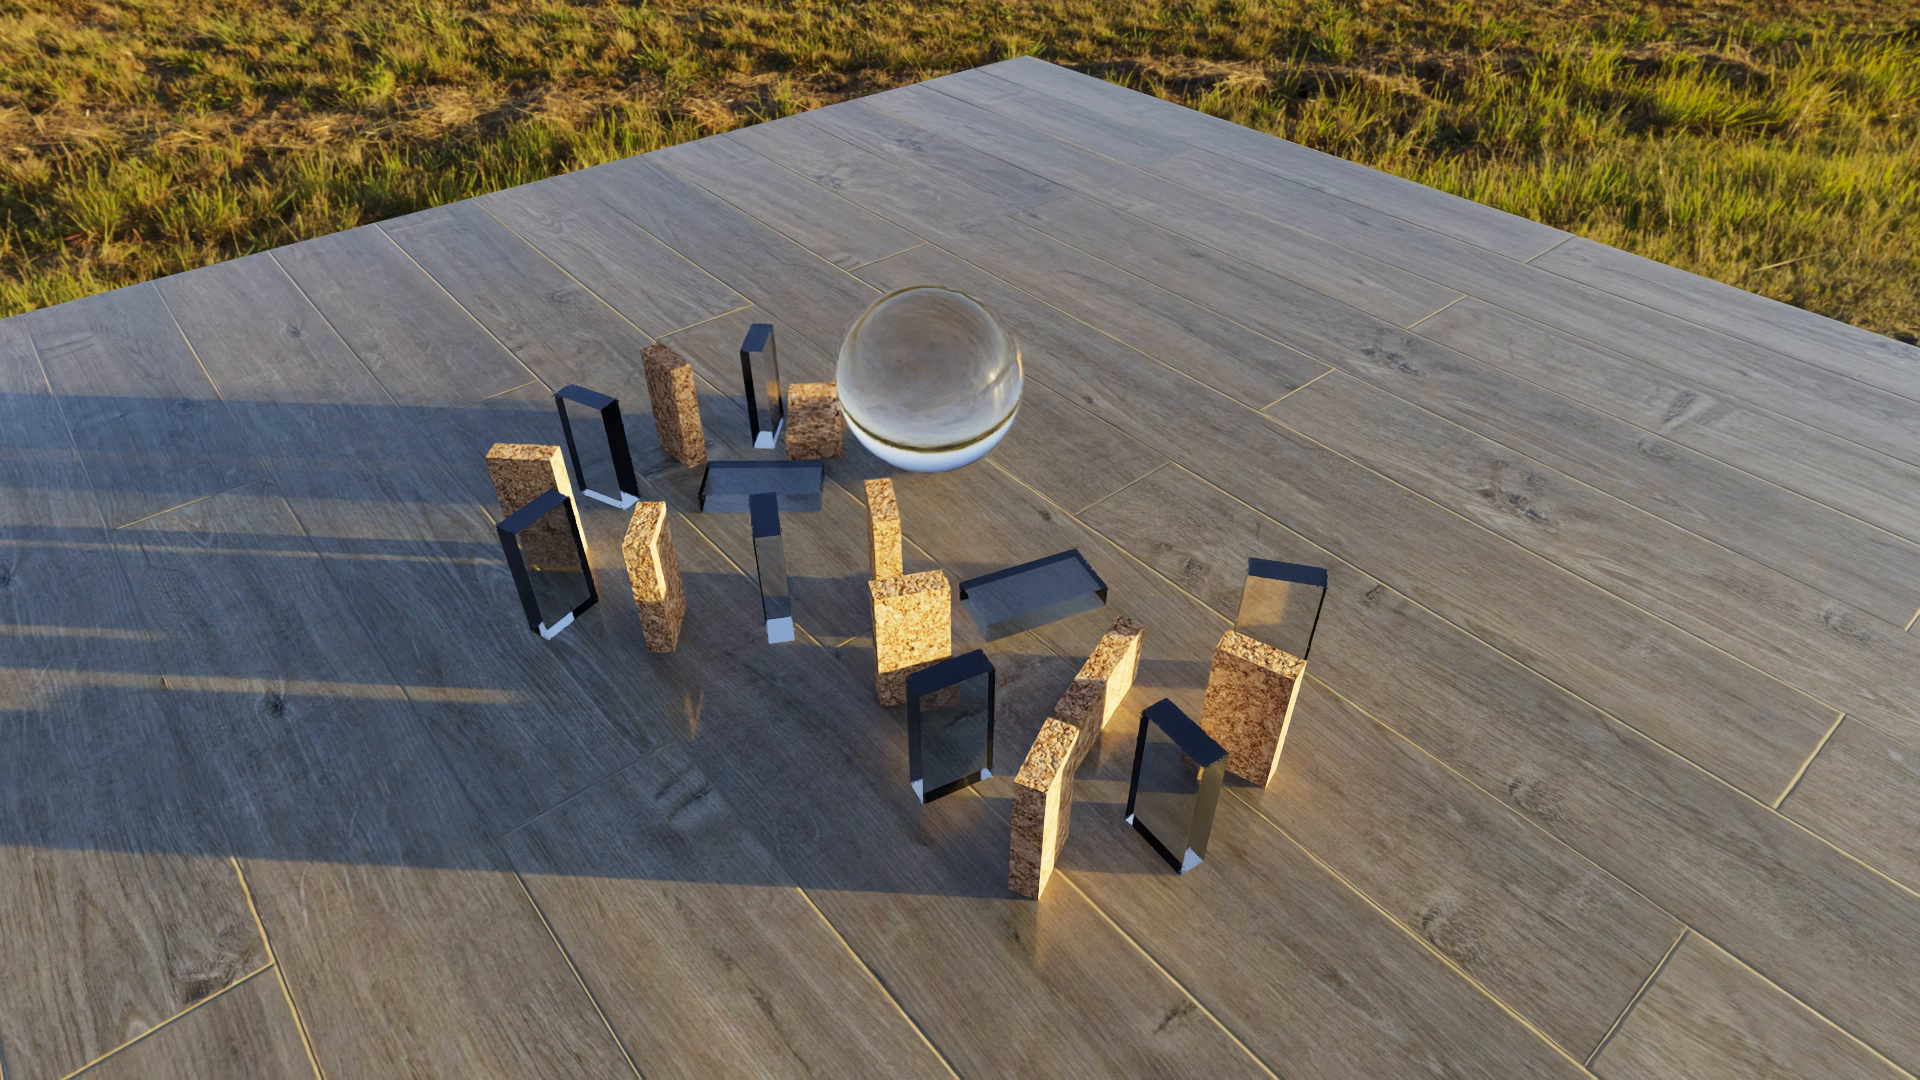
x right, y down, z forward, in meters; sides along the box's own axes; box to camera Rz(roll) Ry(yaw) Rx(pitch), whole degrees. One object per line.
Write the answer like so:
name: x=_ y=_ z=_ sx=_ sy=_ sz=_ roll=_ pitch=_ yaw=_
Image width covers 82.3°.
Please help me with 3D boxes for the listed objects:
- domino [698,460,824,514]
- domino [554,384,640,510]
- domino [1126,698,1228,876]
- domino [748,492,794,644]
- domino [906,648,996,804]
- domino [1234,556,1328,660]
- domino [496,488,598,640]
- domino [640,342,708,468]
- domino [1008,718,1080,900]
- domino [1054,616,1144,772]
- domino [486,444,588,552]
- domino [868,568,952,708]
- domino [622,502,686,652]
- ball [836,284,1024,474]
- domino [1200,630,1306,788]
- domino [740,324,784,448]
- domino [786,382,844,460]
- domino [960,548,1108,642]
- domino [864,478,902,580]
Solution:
domino: x=-0.084 y=-0.023 z=0.472 sx=0.050 sy=0.010 sz=0.025 roll=0 pitch=39 yaw=-1
domino: x=-0.151 y=-0.038 z=0.458 sx=0.025 sy=0.050 sz=0.009 roll=19 pitch=43 yaw=22
domino: x=0.063 y=0.073 z=0.323 sx=0.009 sy=0.050 sz=0.025 roll=-23 pitch=45 yaw=-26
domino: x=-0.068 y=0.010 z=0.399 sx=0.009 sy=0.050 sz=0.025 roll=-7 pitch=40 yaw=-9
domino: x=-0.003 y=0.058 z=0.340 sx=0.025 sy=0.050 sz=0.010 roll=-18 pitch=43 yaw=-21
domino: x=0.107 y=0.030 z=0.375 sx=0.025 sy=0.050 sz=0.009 roll=9 pitch=40 yaw=11
domino: x=-0.149 y=0.009 z=0.400 sx=0.010 sy=0.050 sz=0.025 roll=21 pitch=44 yaw=23
domino: x=-0.126 y=-0.059 z=0.483 sx=0.009 sy=0.050 sz=0.025 roll=-30 pitch=48 yaw=-32
domino: x=0.024 y=0.078 z=0.316 sx=0.009 sy=0.050 sz=0.025 roll=16 pitch=42 yaw=19
domino: x=0.046 y=0.051 z=0.369 sx=0.009 sy=0.025 sz=0.050 roll=21 pitch=44 yaw=23
domino: x=-0.164 y=-0.014 z=0.428 sx=0.025 sy=0.050 sz=0.009 roll=3 pitch=39 yaw=3
domino: x=-0.016 y=0.034 z=0.370 sx=0.025 sy=0.050 sz=0.009 roll=-9 pitch=40 yaw=-11
domino: x=-0.109 y=0.014 z=0.395 sx=0.010 sy=0.050 sz=0.025 roll=0 pitch=39 yaw=-1
ball: x=-0.013 y=-0.068 z=0.471 sx=0.080 sy=0.080 sz=0.080 roll=0 pitch=39 yaw=0
domino: x=0.090 y=0.054 z=0.346 sx=0.025 sy=0.050 sz=0.009 roll=23 pitch=44 yaw=25
domino: x=-0.089 y=-0.069 z=0.496 sx=0.010 sy=0.050 sz=0.025 roll=2 pitch=39 yaw=3
domino: x=-0.067 y=-0.056 z=0.512 sx=0.025 sy=0.010 sz=0.050 roll=-3 pitch=39 yaw=-4
domino: x=0.028 y=0.021 z=0.418 sx=0.050 sy=0.010 sz=0.025 roll=-16 pitch=42 yaw=-18
domino: x=-0.028 y=0.005 z=0.405 sx=0.009 sy=0.050 sz=0.025 roll=-7 pitch=40 yaw=-8
